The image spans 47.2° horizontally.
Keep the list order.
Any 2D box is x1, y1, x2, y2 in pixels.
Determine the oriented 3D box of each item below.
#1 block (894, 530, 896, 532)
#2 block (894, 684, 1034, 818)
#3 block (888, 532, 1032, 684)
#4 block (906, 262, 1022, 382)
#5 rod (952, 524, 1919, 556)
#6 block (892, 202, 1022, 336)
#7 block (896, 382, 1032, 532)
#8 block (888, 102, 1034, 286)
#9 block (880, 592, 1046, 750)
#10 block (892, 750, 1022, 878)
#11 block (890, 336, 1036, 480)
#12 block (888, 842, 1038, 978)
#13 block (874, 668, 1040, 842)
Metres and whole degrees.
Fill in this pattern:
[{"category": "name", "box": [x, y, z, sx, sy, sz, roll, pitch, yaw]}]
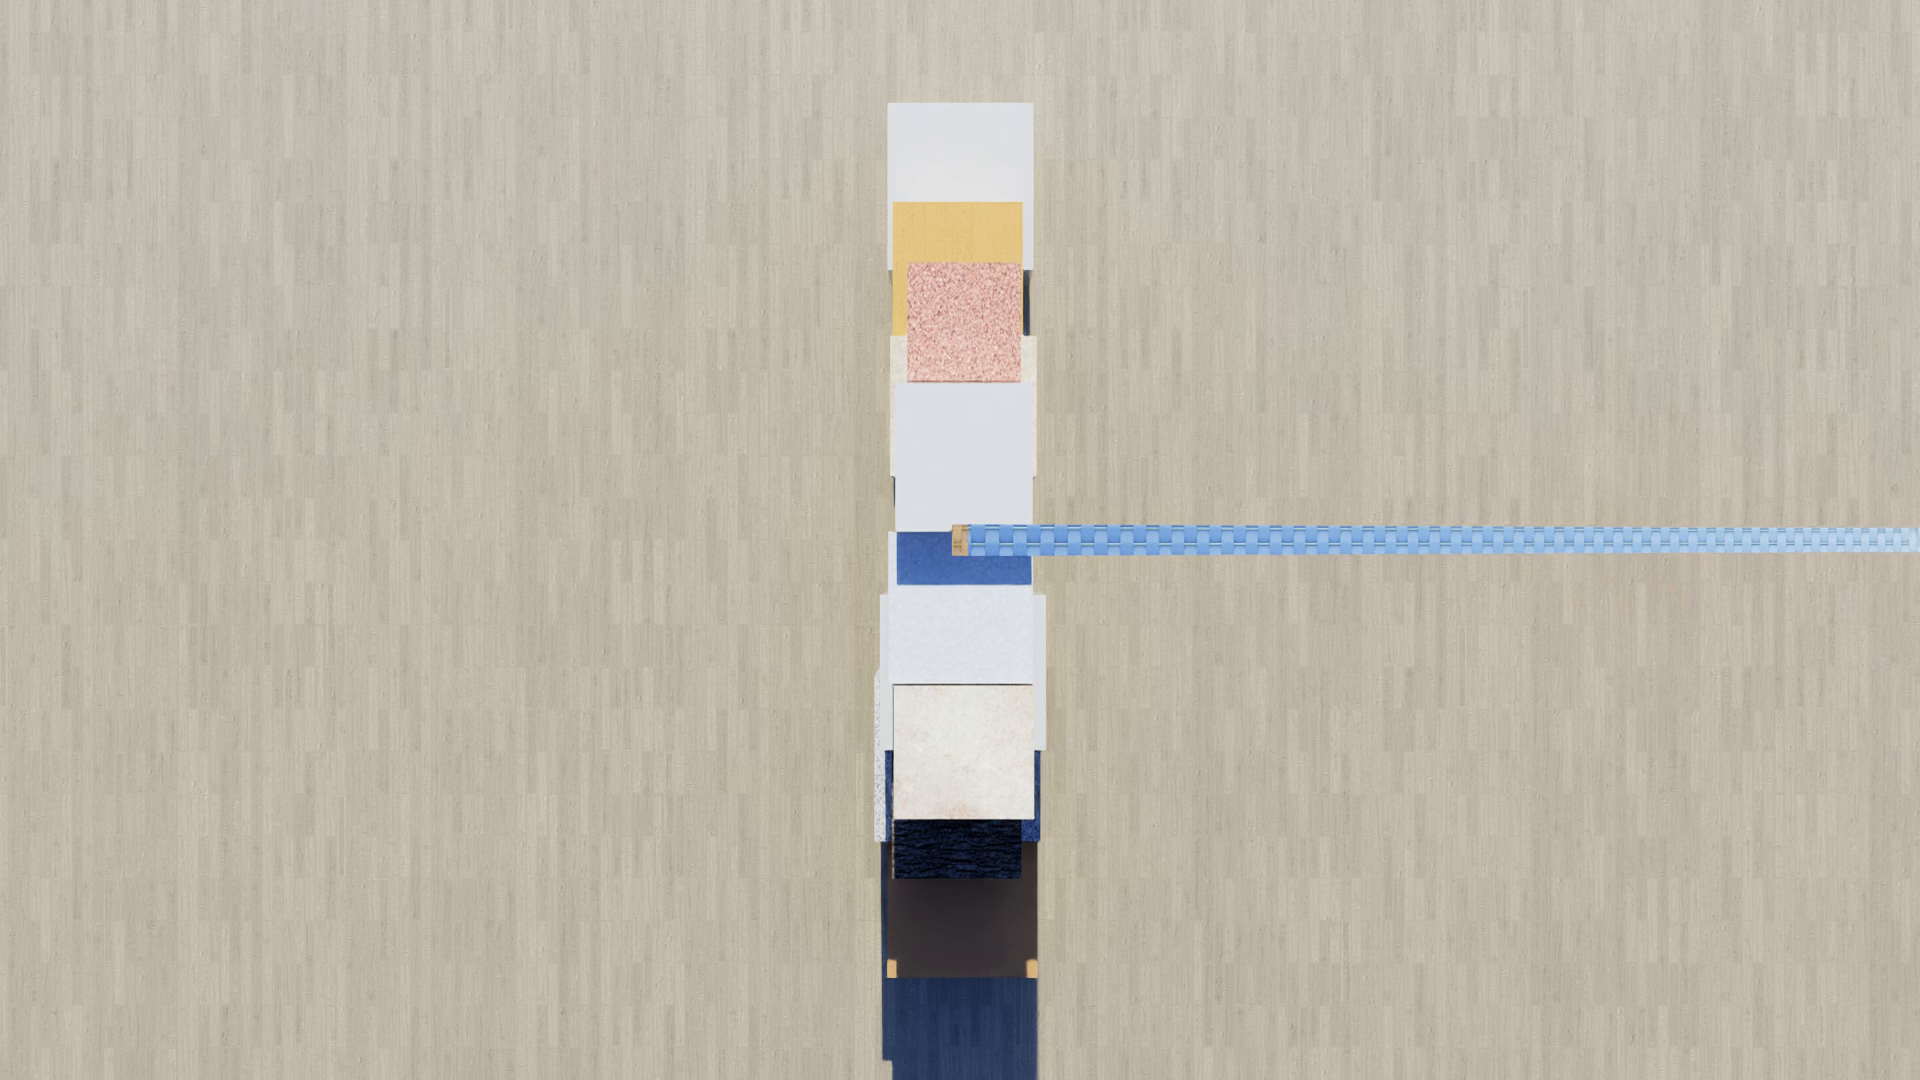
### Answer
[{"category": "block", "box": [-0.005, 0.342, 12.665, 0.722, 0.669, 0.790, 0, 90, 0]}, {"category": "block", "box": [0.020, 1.040, 11.084, 0.686, 0.654, 0.650, 0, 90, 0]}, {"category": "block", "box": [0.004, 0.332, 11.107, 0.710, 0.609, 0.748, 0, 90, 0]}, {"category": "block", "box": [0.020, -1.074, 11.119, 0.563, 0.527, 0.585, 0, 89, 0]}, {"category": "rod", "box": [2.234, 0.000, 6.910, 5.200, 0.080, 0.080, 0, 90, -31]}, {"category": "block", "box": [-0.012, -1.423, 11.863, 0.684, 0.644, 0.704, 0, 90, 0]}, {"category": "block", "box": [0.019, -0.403, 11.011, 0.664, 0.752, 0.719, 0, 90, 0]}, {"category": "block", "box": [0.003, -1.962, 12.598, 0.809, 0.803, 0.925, 0, 90, 0]}, {"category": "block", "box": [0.016, 0.688, 11.766, 0.861, 0.709, 0.804, 0, 90, 0]}, {"category": "block", "box": [-0.018, 1.438, 11.824, 0.678, 0.594, 0.675, 0, 90, 0]}, {"category": "block", "box": [0.018, -0.697, 11.785, 0.758, 0.800, 0.724, 0, 90, 0]}, {"category": "block", "box": [0.013, 2.048, 12.590, 0.832, 0.820, 0.753, 0, 90, 0]}, {"category": "block", "box": [-0.013, 1.204, 12.560, 0.916, 0.879, 0.915, 0, 90, 0]}]
